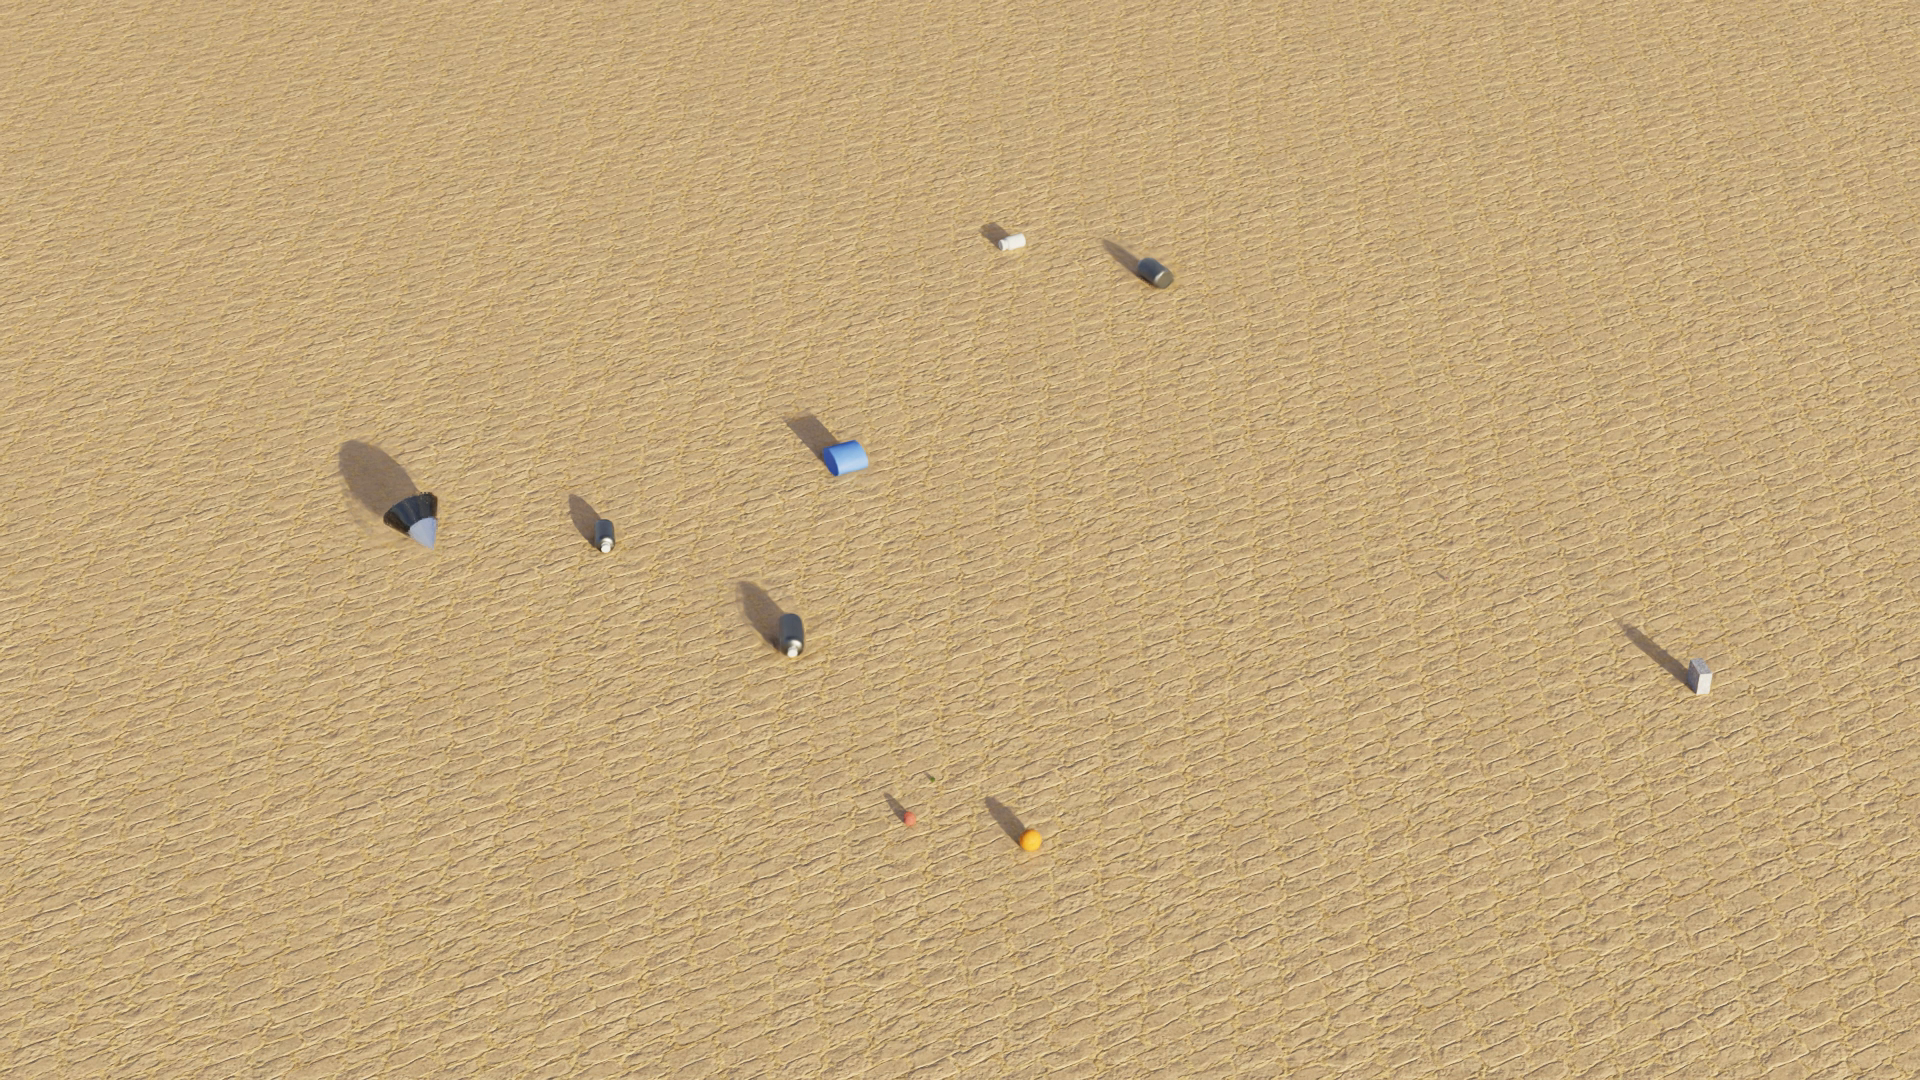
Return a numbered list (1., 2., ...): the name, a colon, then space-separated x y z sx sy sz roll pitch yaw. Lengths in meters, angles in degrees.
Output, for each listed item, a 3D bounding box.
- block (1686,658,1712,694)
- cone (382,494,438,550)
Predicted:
1. block: 2.560 0.472 10.150 0.045 0.086 0.093 -5 34 -8
2. cone: -2.003 -0.036 10.917 0.237 0.197 0.189 -9 60 -48
